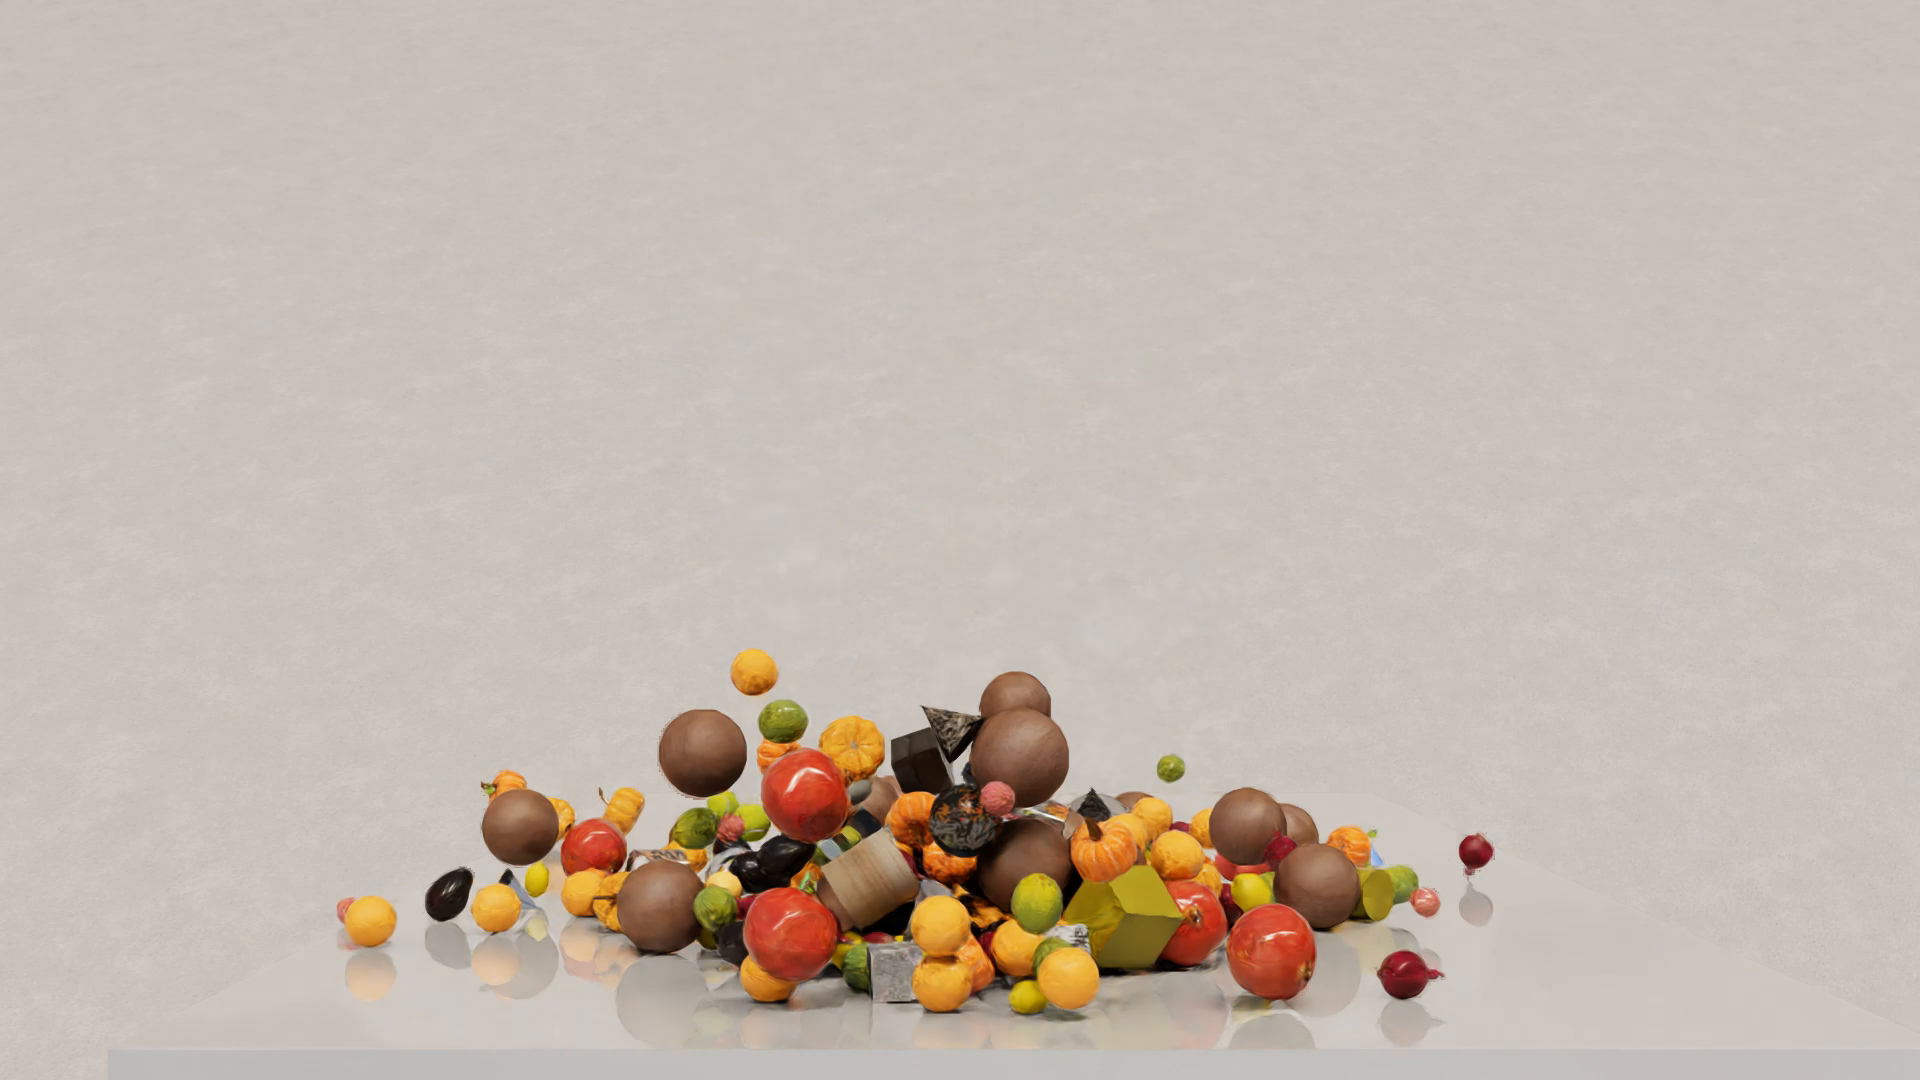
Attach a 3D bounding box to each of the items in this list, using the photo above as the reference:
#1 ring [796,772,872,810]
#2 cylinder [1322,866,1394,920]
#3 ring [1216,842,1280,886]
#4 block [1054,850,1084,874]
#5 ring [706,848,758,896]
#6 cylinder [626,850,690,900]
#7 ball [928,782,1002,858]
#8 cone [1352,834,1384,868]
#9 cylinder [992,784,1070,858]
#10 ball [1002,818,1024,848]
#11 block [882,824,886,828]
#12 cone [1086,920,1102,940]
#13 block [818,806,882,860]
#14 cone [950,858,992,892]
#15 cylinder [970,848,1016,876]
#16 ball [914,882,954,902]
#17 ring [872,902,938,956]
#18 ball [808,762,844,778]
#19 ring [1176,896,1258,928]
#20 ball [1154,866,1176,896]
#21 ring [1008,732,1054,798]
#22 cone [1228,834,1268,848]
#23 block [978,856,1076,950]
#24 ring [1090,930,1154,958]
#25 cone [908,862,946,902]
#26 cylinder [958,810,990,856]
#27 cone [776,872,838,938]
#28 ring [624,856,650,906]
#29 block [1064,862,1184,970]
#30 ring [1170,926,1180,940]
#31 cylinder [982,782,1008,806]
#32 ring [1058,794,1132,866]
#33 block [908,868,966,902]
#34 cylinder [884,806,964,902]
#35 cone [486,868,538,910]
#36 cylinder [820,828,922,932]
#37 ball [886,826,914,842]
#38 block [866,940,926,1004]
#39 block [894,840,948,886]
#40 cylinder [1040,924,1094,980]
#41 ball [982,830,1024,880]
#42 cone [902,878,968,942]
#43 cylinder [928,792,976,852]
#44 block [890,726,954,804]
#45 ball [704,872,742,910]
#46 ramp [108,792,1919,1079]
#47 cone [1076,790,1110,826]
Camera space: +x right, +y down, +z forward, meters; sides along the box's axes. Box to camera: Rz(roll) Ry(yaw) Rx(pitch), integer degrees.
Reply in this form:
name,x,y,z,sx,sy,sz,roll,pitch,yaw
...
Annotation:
name,x,y,z,sx,sy,sz,roll,pitch,yaw
ring,-0.205,0.408,4.231,0.126,0.042,0.126,-7,8,1
cylinder,0.612,0.544,3.995,0.079,0.079,0.079,-3,24,46
ring,0.497,0.559,4.480,0.114,0.114,0.038,6,54,9
block,0.179,0.539,4.641,0.086,0.086,0.086,10,58,-32
ring,-0.366,0.536,4.168,0.095,0.032,0.095,-16,47,18
cylinder,-0.499,0.551,4.279,0.080,0.080,0.080,3,30,-29
ball,0.007,0.366,3.386,0.097,0.097,0.097,0,34,0
cone,0.755,0.575,4.821,0.060,0.060,0.060,-6,-5,0
cylinder,0.102,0.426,3.860,0.098,0.098,0.098,19,37,3
ball,0.099,0.588,5.196,0.061,0.061,0.061,0,34,0
block,-0.148,0.573,4.867,0.072,0.072,0.072,0,-2,-13
cone,0.198,0.547,3.740,0.061,0.061,0.061,0,-2,0
block,-0.157,0.444,3.828,0.063,0.063,0.063,50,46,-8
cone,0.005,0.579,4.425,0.077,0.077,0.077,-32,22,29
cylinder,0.048,0.507,4.315,0.077,0.077,0.077,-9,54,13
ball,-0.035,0.496,3.562,0.055,0.055,0.055,0,34,0
ring,-0.072,0.522,3.443,0.100,0.100,0.033,-15,40,-21
ball,-0.253,0.461,4.959,0.075,0.075,0.075,0,34,0
ring,0.386,0.562,3.923,0.128,0.043,0.128,0,-3,0
ball,0.321,0.561,4.234,0.061,0.061,0.061,0,34,0
ring,0.114,0.378,4.186,0.047,0.140,0.140,3,33,-18
cone,0.515,0.583,4.637,0.087,0.087,0.087,-6,60,11
block,0.098,0.511,3.663,0.090,0.090,0.090,2,34,-32
ring,0.223,0.558,3.579,0.089,0.030,0.089,-2,0,0
cone,-0.030,0.568,4.096,0.088,0.088,0.088,29,43,25
cylinder,0.028,0.562,4.976,0.069,0.069,0.069,-5,10,1
cone,-0.224,0.534,3.821,0.092,0.092,0.092,0,-2,0
ring,-0.517,0.546,4.157,0.027,0.081,0.081,17,34,-8
block,0.213,0.491,3.394,0.096,0.096,0.096,10,32,-33
ring,0.240,0.528,3.672,0.149,0.149,0.050,11,66,16
cylinder,0.052,0.502,4.699,0.094,0.094,0.094,17,49,-20
ring,0.234,0.509,4.564,0.139,0.046,0.139,-9,52,12
block,-0.074,0.485,3.826,0.098,0.098,0.098,-43,13,-20
cylinder,-0.061,0.444,3.675,0.095,0.095,0.095,-35,13,10
cone,-0.704,0.572,4.138,0.075,0.075,0.075,27,37,-1
cylinder,-0.114,0.443,3.395,0.099,0.099,0.099,-32,41,-5
ball,-0.122,0.565,4.787,0.076,0.076,0.076,0,34,0
block,-0.079,0.528,3.175,0.064,0.064,0.064,-4,-1,-6
block,-0.074,0.556,4.415,0.081,0.081,0.081,-1,-2,24
cylinder,0.135,0.521,3.286,0.060,0.060,0.060,-5,76,-7
ball,0.068,0.555,4.573,0.093,0.093,0.093,0,34,0
cone,-0.046,0.484,3.266,0.082,0.082,0.082,-44,34,15
cylinder,-0.012,0.440,4.054,0.066,0.066,0.066,6,48,-7
block,-0.064,0.380,4.398,0.084,0.084,0.084,-19,21,7
ball,-0.334,0.495,3.663,0.055,0.055,0.055,0,34,0
ramp,0.076,0.658,4.811,2.000,0.100,4.000,0,-2,0
cone,0.231,0.455,4.524,0.060,0.060,0.060,-4,34,2
